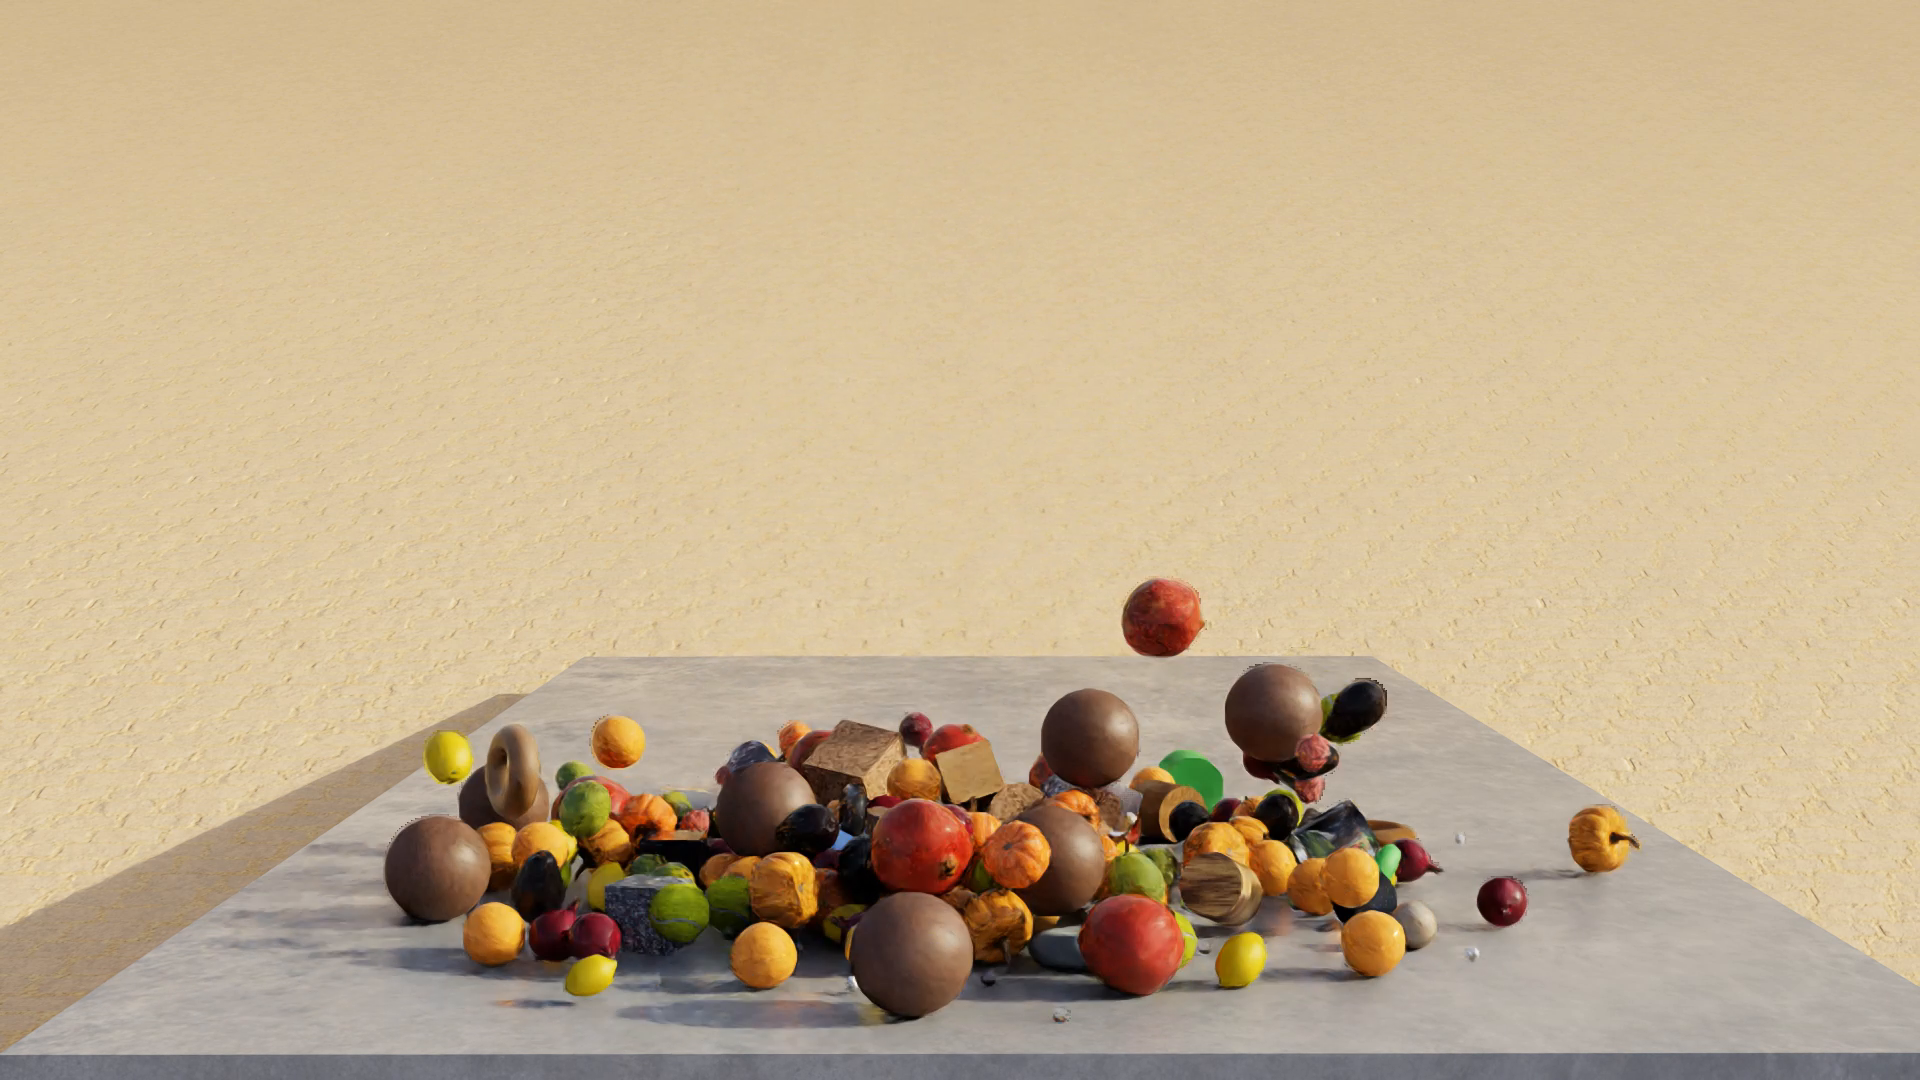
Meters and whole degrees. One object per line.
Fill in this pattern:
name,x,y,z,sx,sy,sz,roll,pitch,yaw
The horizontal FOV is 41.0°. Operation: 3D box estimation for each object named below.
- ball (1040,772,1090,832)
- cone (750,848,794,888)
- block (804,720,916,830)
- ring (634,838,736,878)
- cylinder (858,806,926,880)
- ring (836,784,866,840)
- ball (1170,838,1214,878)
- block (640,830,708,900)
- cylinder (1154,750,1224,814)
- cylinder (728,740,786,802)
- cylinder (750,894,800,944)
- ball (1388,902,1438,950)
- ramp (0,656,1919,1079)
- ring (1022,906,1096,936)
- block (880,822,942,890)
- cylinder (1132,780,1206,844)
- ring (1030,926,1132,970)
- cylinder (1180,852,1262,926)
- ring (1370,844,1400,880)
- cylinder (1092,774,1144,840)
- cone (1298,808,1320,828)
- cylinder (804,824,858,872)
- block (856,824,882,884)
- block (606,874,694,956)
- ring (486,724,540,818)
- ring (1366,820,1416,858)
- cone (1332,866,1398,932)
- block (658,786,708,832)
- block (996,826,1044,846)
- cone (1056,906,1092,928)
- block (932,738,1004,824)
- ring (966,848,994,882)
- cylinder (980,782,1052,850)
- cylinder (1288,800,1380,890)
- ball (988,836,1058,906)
ball,0.160,0.392,3.842,0.090,0.090,0.090,0,21,0
cone,-0.240,0.446,3.405,0.055,0.055,0.055,32,34,23
block,-0.136,0.323,3.516,0.099,0.099,0.099,10,40,32
ring,-0.374,0.432,3.494,0.140,0.047,0.140,1,2,0
cylinder,-0.084,0.373,3.161,0.073,0.073,0.073,9,6,-1
ring,-0.139,0.347,3.273,0.026,0.077,0.077,10,19,-13
ball,0.312,0.428,3.436,0.060,0.060,0.060,0,21,0
block,-0.373,0.424,3.357,0.077,0.077,0.077,0,3,4
cylinder,0.358,0.380,4.015,0.095,0.095,0.095,-1,3,-3
cylinder,-0.283,0.322,3.587,0.061,0.061,0.061,-16,46,17
cylinder,-0.221,0.450,3.056,0.057,0.057,0.057,-1,21,-6
ball,0.531,0.452,3.016,0.056,0.056,0.056,0,21,0
ramp,0.050,0.451,4.532,2.000,0.100,4.000,0,3,0
ring,0.119,0.461,3.092,0.088,0.029,0.088,2,2,0
block,-0.068,0.398,3.245,0.062,0.062,0.062,2,53,21
cylinder,0.304,0.398,3.775,0.084,0.084,0.084,-12,8,-28
ring,0.138,0.464,2.927,0.118,0.039,0.118,-2,-2,0
cylinder,0.317,0.424,3.120,0.079,0.079,0.079,12,-10,29
ring,0.537,0.427,3.285,0.028,0.083,0.083,27,29,15
cylinder,0.206,0.367,3.533,0.070,0.070,0.070,23,24,1
cone,0.501,0.429,3.745,0.057,0.057,0.057,-31,33,-22
cylinder,-0.162,0.387,3.228,0.051,0.051,0.051,-12,12,-28
block,-0.093,0.416,3.396,0.061,0.061,0.061,0,64,21
block,-0.365,0.441,3.031,0.077,0.077,0.077,1,3,20
ring,-0.591,0.306,3.395,0.042,0.125,0.125,4,17,-30
ring,0.582,0.426,3.646,0.128,0.043,0.128,0,4,0
cone,0.490,0.454,3.168,0.082,0.082,0.082,2,-24,-4
block,-0.385,0.378,3.567,0.064,0.064,0.064,3,-2,-5
block,0.079,0.417,3.393,0.058,0.058,0.058,3,18,-3
cone,0.149,0.467,3.039,0.053,0.053,0.053,31,1,-36
block,0.012,0.341,3.631,0.079,0.079,0.079,-16,67,-11
ring,0.057,0.440,3.470,0.098,0.033,0.098,0,7,0
cylinder,0.077,0.391,3.567,0.089,0.089,0.089,-4,-19,-11
cylinder,0.493,0.401,3.380,0.088,0.088,0.088,-29,27,-7
ball,0.079,0.420,3.269,0.089,0.089,0.089,0,21,0
